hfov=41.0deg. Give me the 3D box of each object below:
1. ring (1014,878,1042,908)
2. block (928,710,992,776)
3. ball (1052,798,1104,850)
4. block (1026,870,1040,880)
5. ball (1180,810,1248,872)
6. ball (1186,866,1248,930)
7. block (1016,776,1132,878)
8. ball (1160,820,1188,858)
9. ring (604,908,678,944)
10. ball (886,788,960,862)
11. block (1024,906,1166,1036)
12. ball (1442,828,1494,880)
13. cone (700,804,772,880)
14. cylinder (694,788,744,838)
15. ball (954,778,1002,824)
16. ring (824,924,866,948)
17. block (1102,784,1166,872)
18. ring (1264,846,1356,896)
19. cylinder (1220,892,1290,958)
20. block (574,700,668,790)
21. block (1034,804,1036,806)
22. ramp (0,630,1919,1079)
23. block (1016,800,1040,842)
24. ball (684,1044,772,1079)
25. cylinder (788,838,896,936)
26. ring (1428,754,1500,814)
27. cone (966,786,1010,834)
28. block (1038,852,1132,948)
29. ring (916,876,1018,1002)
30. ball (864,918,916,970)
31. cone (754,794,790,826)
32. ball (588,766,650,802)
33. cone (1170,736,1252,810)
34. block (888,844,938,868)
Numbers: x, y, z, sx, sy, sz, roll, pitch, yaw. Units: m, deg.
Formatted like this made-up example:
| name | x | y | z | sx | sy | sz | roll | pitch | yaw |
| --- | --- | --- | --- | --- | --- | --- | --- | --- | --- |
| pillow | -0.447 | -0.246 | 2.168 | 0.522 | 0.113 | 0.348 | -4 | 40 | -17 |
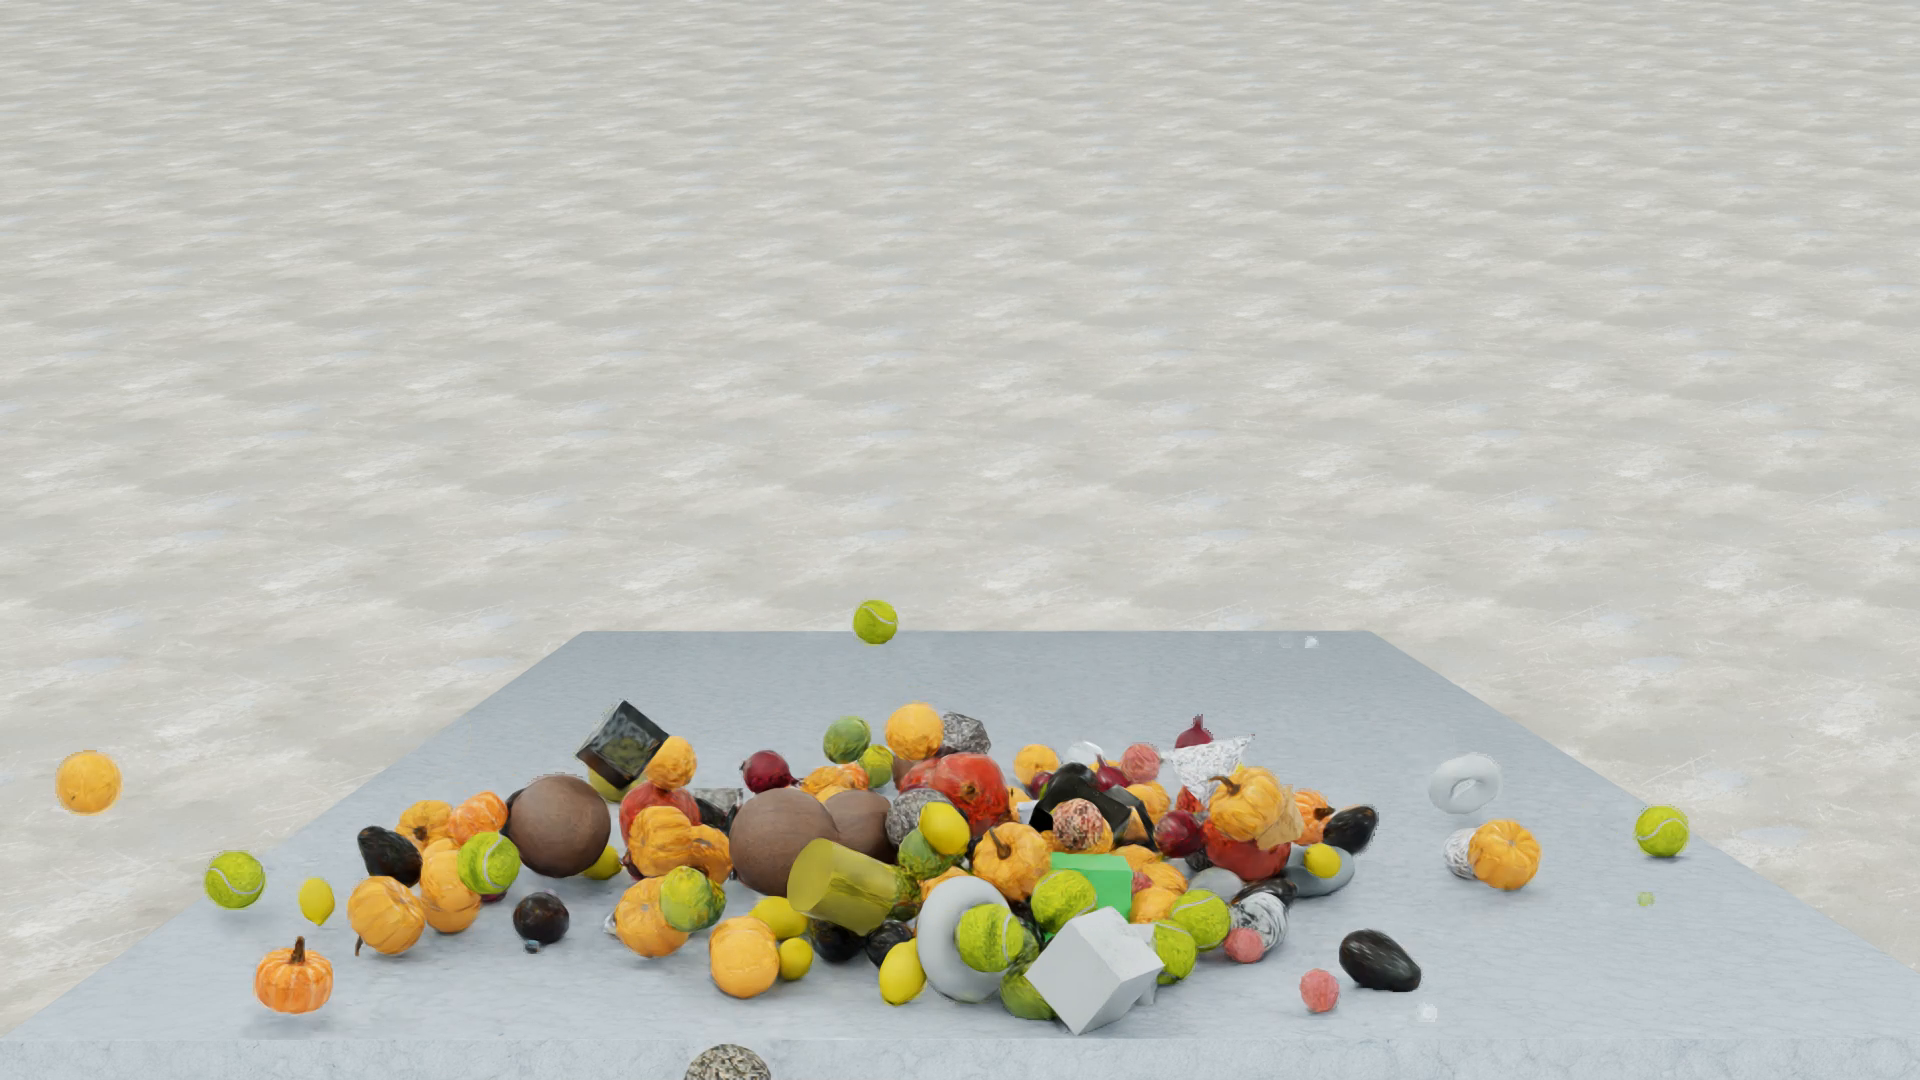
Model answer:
| name | x | y | z | sx | sy | sz | roll | pitch | yaw |
| --- | --- | --- | --- | --- | --- | --- | --- | --- | --- |
| ring | 0.108 | 0.431 | 3.130 | 0.086 | 0.029 | 0.086 | 1 | -18 | 0 |
| block | -0.001 | 0.292 | 3.685 | 0.058 | 0.058 | 0.058 | 16 | 53 | 34 |
| ball | 0.139 | 0.336 | 3.027 | 0.061 | 0.061 | 0.061 | 0 | 19 | 0 |
| block | 0.119 | 0.443 | 3.234 | 0.069 | 0.069 | 0.069 | -1 | 18 | 2 |
| ball | 0.332 | 0.395 | 3.353 | 0.088 | 0.088 | 0.088 | 0 | 19 | 0 |
| ball | 0.303 | 0.424 | 3.038 | 0.073 | 0.073 | 0.073 | 0 | 19 | 0 |
| block | 0.143 | 0.370 | 3.195 | 0.092 | 0.092 | 0.092 | 28 | 32 | 20 |
| ball | 0.306 | 0.419 | 3.516 | 0.070 | 0.070 | 0.070 | 0 | 19 | 0 |
| ring | -0.371 | 0.450 | 2.988 | 0.088 | 0.029 | 0.088 | 1 | 3 | 0 |
| ball | -0.047 | 0.353 | 3.189 | 0.092 | 0.092 | 0.092 | 0 | 19 | 0 |
| block | 0.135 | 0.432 | 2.576 | 0.083 | 0.083 | 0.083 | 47 | 27 | 23 |
| ball | 0.660 | 0.407 | 3.334 | 0.066 | 0.066 | 0.066 | 0 | 19 | 0 |
| cone | -0.295 | 0.391 | 3.367 | 0.094 | 0.094 | 0.094 | -2 | 3 | 0 |
| cylinder | -0.342 | 0.386 | 3.639 | 0.069 | 0.069 | 0.069 | -1 | 19 | -6 |
| ball | 0.025 | 0.380 | 3.729 | 0.070 | 0.070 | 0.070 | 0 | 19 | 0 |
| ring | -0.118 | 0.452 | 2.951 | 0.078 | 0.026 | 0.078 | -1 | -2 | 0 |
| block | 0.200 | 0.376 | 3.299 | 0.078 | 0.078 | 0.078 | -30 | 20 | -13 |
| ring | 0.444 | 0.421 | 3.264 | 0.118 | 0.039 | 0.118 | -10 | 11 | 2 |
| cylinder | 0.335 | 0.437 | 2.916 | 0.062 | 0.062 | 0.062 | 9 | 7 | 25 |
| block | -0.428 | 0.260 | 3.246 | 0.073 | 0.073 | 0.073 | -54 | 10 | -28 |
| block | 0.134 | 0.364 | 3.352 | 0.052 | 0.052 | 0.052 | 5 | 20 | 31 |
| ramp | 0.046 | 0.412 | 4.536 | 2.000 | 0.100 | 4.000 | 0 | 4 | 0 |
| block | 0.113 | 0.393 | 3.555 | 0.058 | 0.058 | 0.058 | -9 | 4 | -1 |
| ball | -0.214 | 0.506 | 2.358 | 0.084 | 0.084 | 0.084 | 0 | 19 | 0 |
| cylinder | -0.130 | 0.380 | 2.813 | 0.085 | 0.085 | 0.085 | 27 | 4 | -32 |
| ring | 0.736 | 0.358 | 3.749 | 0.109 | 0.109 | 0.036 | -3 | 41 | -9 |
| cone | 0.026 | 0.387 | 3.586 | 0.064 | 0.064 | 0.064 | 36 | -4 | 3 |
| block | 0.144 | 0.417 | 2.953 | 0.094 | 0.094 | 0.094 | 3 | 4 | -3 |
| ring | 0.008 | 0.416 | 2.680 | 0.044 | 0.132 | 0.132 | -13 | 6 | 43 |
| ball | -0.077 | 0.446 | 2.830 | 0.056 | 0.056 | 0.056 | 0 | 19 | 0 |
| cone | -0.266 | 0.403 | 3.744 | 0.050 | 0.050 | 0.050 | 27 | 10 | -22 |
| ball | -0.524 | 0.355 | 3.932 | 0.094 | 0.094 | 0.094 | 0 | 19 | 0 |
| cone | 0.332 | 0.276 | 3.242 | 0.096 | 0.096 | 0.096 | -39 | 12 | 17 |
| block | -0.058 | 0.400 | 3.414 | 0.057 | 0.057 | 0.057 | 14 | -2 | -12 |
